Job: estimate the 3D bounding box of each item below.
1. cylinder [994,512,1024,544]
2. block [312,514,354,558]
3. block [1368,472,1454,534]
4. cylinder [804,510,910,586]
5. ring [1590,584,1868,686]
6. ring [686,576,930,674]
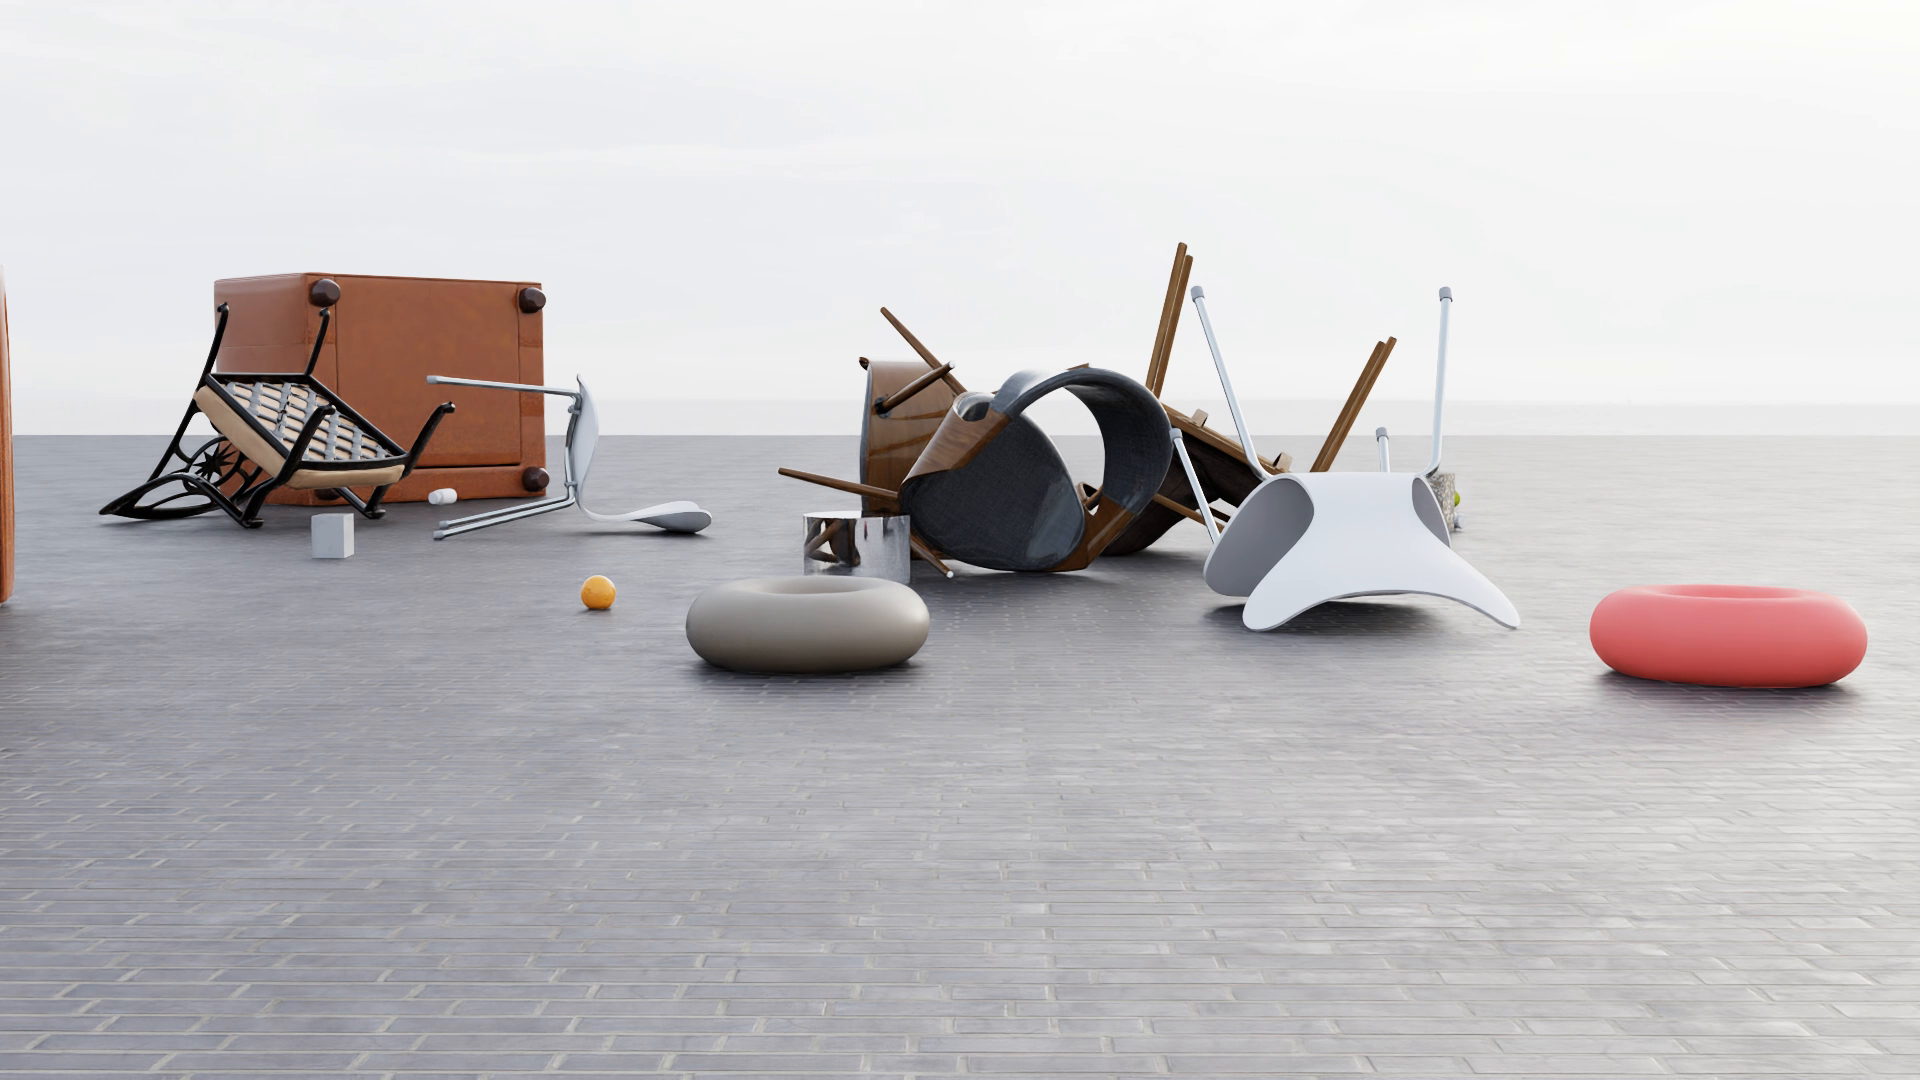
[{"bbox_3d":[0.142,-0.034,6.406,0.083,0.087,0.101,-2,4,-22],"label":"cylinder"},{"bbox_3d":[-1.686,-0.012,5.913,0.084,0.111,0.135,0,4,-5],"label":"block"},{"bbox_3d":[1.427,-0.119,6.947,0.238,0.183,0.133,2,4,28],"label":"block"},{"bbox_3d":[-0.239,0.020,5.097,0.244,0.159,0.294,1,4,12],"label":"cylinder"},{"bbox_3d":[1.194,0.147,3.436,0.426,0.136,0.300,2,6,40],"label":"ring"},{"bbox_3d":[-0.251,0.138,3.625,0.402,0.129,0.433,-1,5,-11],"label":"ring"}]
